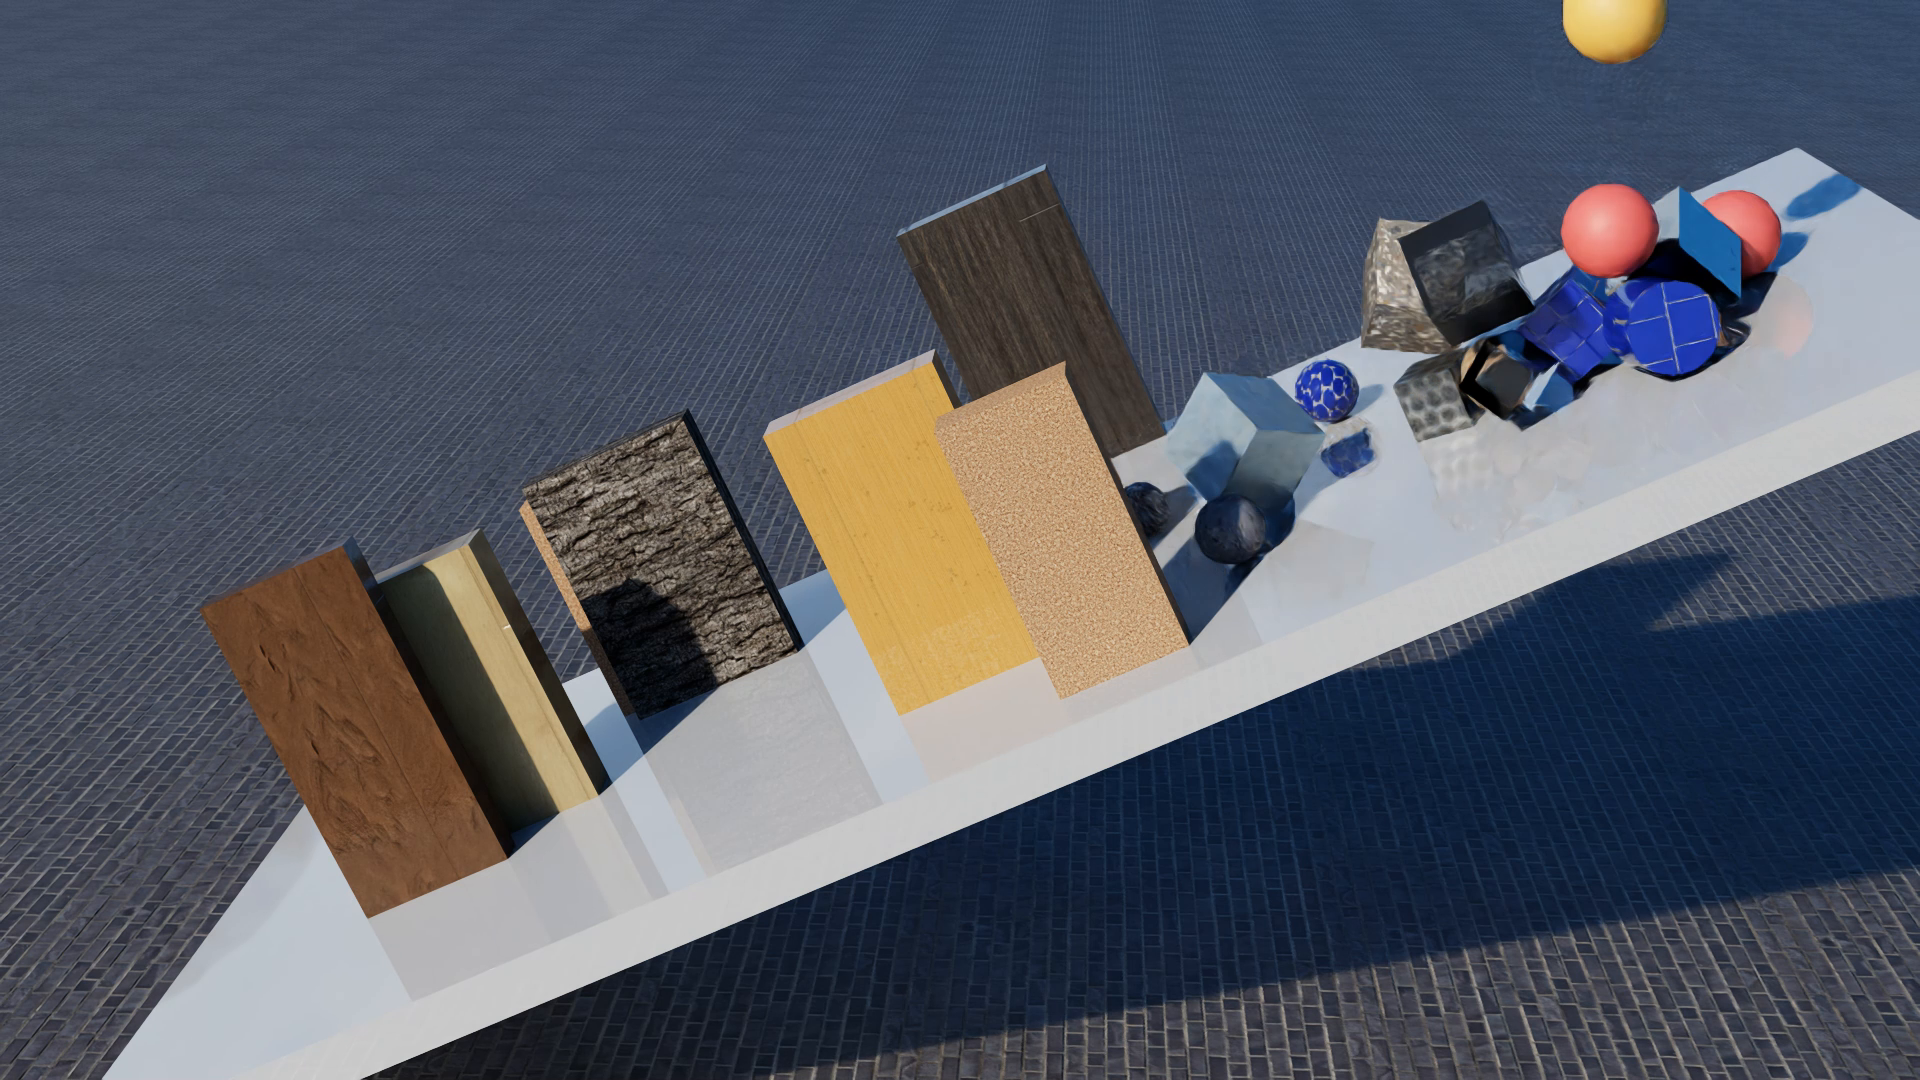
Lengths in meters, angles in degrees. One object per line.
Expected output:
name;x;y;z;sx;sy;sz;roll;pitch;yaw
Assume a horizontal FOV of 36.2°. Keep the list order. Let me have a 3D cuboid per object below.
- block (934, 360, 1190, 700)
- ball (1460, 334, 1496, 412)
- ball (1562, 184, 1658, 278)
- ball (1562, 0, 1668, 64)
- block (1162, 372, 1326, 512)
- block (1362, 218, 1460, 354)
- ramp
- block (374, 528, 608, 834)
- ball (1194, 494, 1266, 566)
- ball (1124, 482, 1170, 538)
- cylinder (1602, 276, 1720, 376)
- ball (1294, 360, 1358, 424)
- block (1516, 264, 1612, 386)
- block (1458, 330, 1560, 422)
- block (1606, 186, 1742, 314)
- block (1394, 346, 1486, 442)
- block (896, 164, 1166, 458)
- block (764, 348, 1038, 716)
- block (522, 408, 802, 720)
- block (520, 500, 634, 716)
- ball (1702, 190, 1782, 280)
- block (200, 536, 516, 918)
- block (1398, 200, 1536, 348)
block;0.190;-0.017;5.435;0.260;0.559;0.125;-23;13;9
ball;1.086;-0.335;5.907;0.160;0.160;0.160;0;15;0
ball;1.265;-0.602;5.723;0.185;0.185;0.185;0;15;0
ball;1.242;-1.001;5.581;0.194;0.194;0.194;0;15;0
block;0.572;-0.196;5.926;0.195;0.195;0.195;3;36;-39
block;0.949;-0.523;6.097;0.198;0.198;0.198;5;-23;0
ramp;0.134;0.169;6.283;4.000;0.100;2.000;-23;13;9
block;-1.029;0.318;6.287;0.295;0.610;0.131;-23;13;9
ball;0.528;-0.020;5.756;0.139;0.139;0.139;0;15;0
ball;0.384;-0.063;6.241;0.119;0.119;0.119;0;15;0
cylinder;1.346;-0.414;5.655;0.179;0.179;0.179;-1;8;-3
ball;0.803;-0.326;6.445;0.140;0.140;0.140;0;15;0
block;1.242;-0.441;5.911;0.159;0.159;0.159;44;31;-2
block;1.071;-0.322;5.739;0.117;0.117;0.117;39;33;22
block;1.415;-0.542;5.828;0.183;0.183;0.183;-36;27;40
block;0.987;-0.298;6.011;0.130;0.130;0.130;-16;16;35
block;0.173;-0.497;7.044;0.386;0.700;0.099;-23;13;9
block;-0.084;-0.013;5.791;0.361;0.623;0.126;-23;13;9
block;-0.672;0.057;6.672;0.402;0.598;0.101;-23;13;9
block;-0.719;0.083;6.784;0.373;0.543;0.116;-23;13;9
ball;1.590;-0.624;6.039;0.187;0.187;0.187;0;15;0
block;-1.246;0.392;6.105;0.334;0.741;0.084;-23;13;9
block;0.986;-0.516;5.714;0.178;0.178;0.178;-24;-25;16
